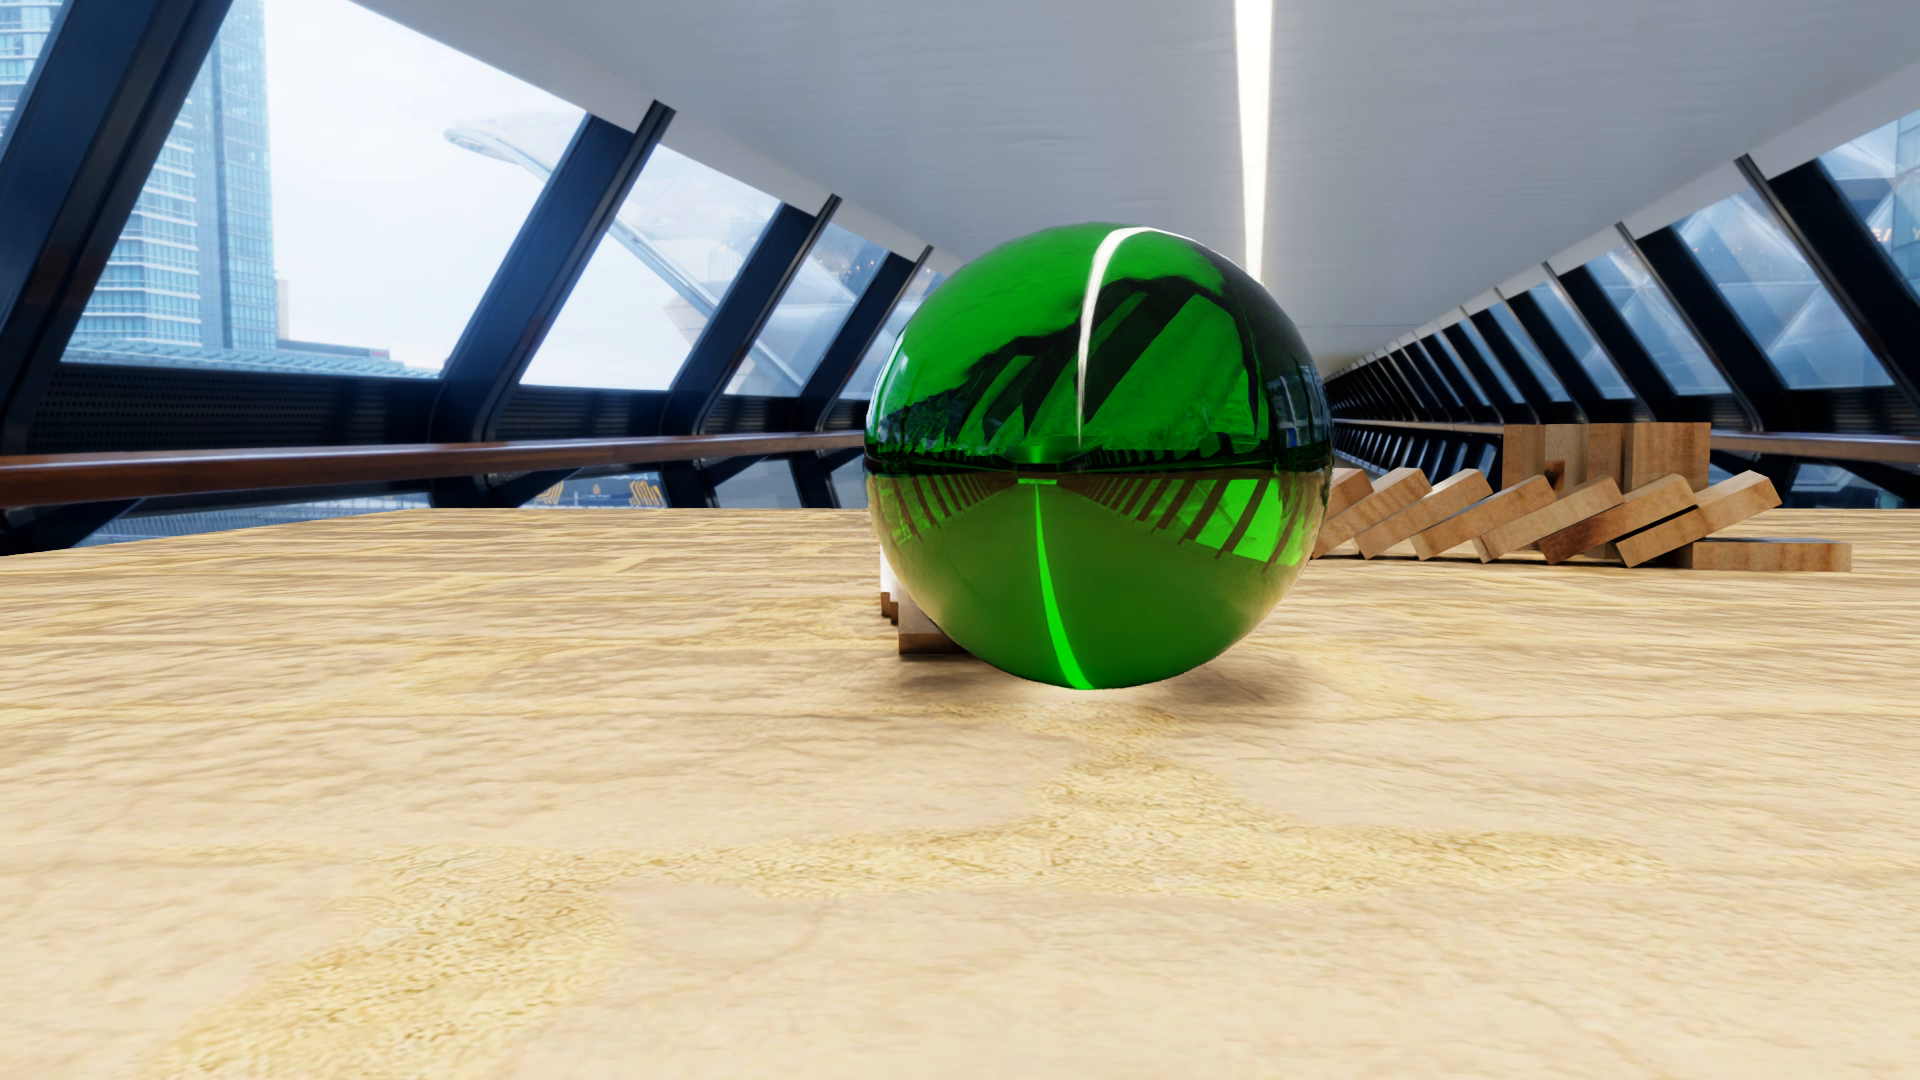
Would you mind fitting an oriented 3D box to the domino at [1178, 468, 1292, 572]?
[{"bbox_3d":[0.091,-0.008,0.445,0.025,0.010,0.050,5,38,48],"label":"domino"}]

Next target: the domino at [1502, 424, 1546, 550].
[{"bbox_3d":[0.232,-0.021,0.517,0.025,0.050,0.009,-2,5,-22],"label":"domino"}]

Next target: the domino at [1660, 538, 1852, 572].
[{"bbox_3d":[0.273,0.005,0.442,0.050,0.009,0.025,0,4,6],"label":"domino"}]

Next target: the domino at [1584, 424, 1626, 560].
[{"bbox_3d":[0.248,-0.018,0.479,0.025,0.050,0.009,-2,5,-20],"label":"domino"}]

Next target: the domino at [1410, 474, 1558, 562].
[{"bbox_3d":[0.190,-0.008,0.468,0.050,0.009,0.025,-27,-5,19],"label":"domino"}]

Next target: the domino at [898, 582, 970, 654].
[{"bbox_3d":[0.000,-0.001,0.268,0.025,0.050,0.010,0,-31,-2],"label":"domino"}]

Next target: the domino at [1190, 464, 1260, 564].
[{"bbox_3d":[0.092,-0.010,0.470,0.025,0.009,0.050,2,37,28],"label":"domino"}]

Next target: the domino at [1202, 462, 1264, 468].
[{"bbox_3d":[0.098,-0.012,0.489,0.025,0.009,0.050,1,37,31],"label":"domino"}]

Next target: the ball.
[{"bbox_3d":[0.023,-0.014,0.222,0.080,0.080,0.080,0,4,0],"label":"ball"}]

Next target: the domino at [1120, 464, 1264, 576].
[{"bbox_3d":[0.077,-0.008,0.434,0.050,0.009,0.025,-38,27,-26],"label":"domino"}]

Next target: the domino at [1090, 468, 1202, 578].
[{"bbox_3d":[0.055,-0.007,0.429,0.050,0.010,0.025,-38,23,-26],"label":"domino"}]

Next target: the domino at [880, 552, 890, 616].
[{"bbox_3d":[-0.008,-0.003,0.331,0.025,0.009,0.050,-1,48,-2],"label":"domino"}]

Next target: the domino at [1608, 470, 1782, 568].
[{"bbox_3d":[0.251,-0.007,0.442,0.050,0.010,0.025,-28,0,21],"label":"domino"}]

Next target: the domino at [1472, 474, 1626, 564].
[{"bbox_3d":[0.209,-0.008,0.459,0.050,0.010,0.025,-27,-5,20],"label":"domino"}]

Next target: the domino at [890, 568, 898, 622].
[{"bbox_3d":[-0.004,-0.004,0.316,0.025,0.050,0.009,0,-34,-2],"label":"domino"}]

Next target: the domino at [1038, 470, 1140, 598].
[{"bbox_3d":[0.031,-0.003,0.377,0.025,0.009,0.050,3,37,33],"label":"domino"}]

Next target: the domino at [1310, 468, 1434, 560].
[{"bbox_3d":[0.150,-0.010,0.483,0.050,0.009,0.025,-30,4,2],"label":"domino"}]

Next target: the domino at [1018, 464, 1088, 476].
[{"bbox_3d":[0.027,-0.005,0.401,0.025,0.009,0.050,0,38,9],"label":"domino"}]

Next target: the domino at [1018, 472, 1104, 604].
[{"bbox_3d":[0.019,-0.002,0.363,0.025,0.010,0.050,3,37,33],"label":"domino"}]

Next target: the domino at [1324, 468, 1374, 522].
[{"bbox_3d":[0.128,-0.010,0.485,0.050,0.010,0.025,-31,9,-7],"label":"domino"}]

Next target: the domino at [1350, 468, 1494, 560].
[{"bbox_3d":[0.170,-0.010,0.477,0.050,0.010,0.025,-30,-2,11],"label":"domino"}]

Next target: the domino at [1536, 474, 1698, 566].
[{"bbox_3d":[0.229,-0.007,0.450,0.050,0.010,0.025,-28,-4,22],"label":"domino"}]

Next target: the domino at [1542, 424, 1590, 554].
[{"bbox_3d":[0.240,-0.020,0.498,0.025,0.050,0.009,-2,5,-23],"label":"domino"}]

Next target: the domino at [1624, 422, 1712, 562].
[{"bbox_3d":[0.254,-0.017,0.462,0.025,0.050,0.010,1,4,11],"label":"domino"}]
